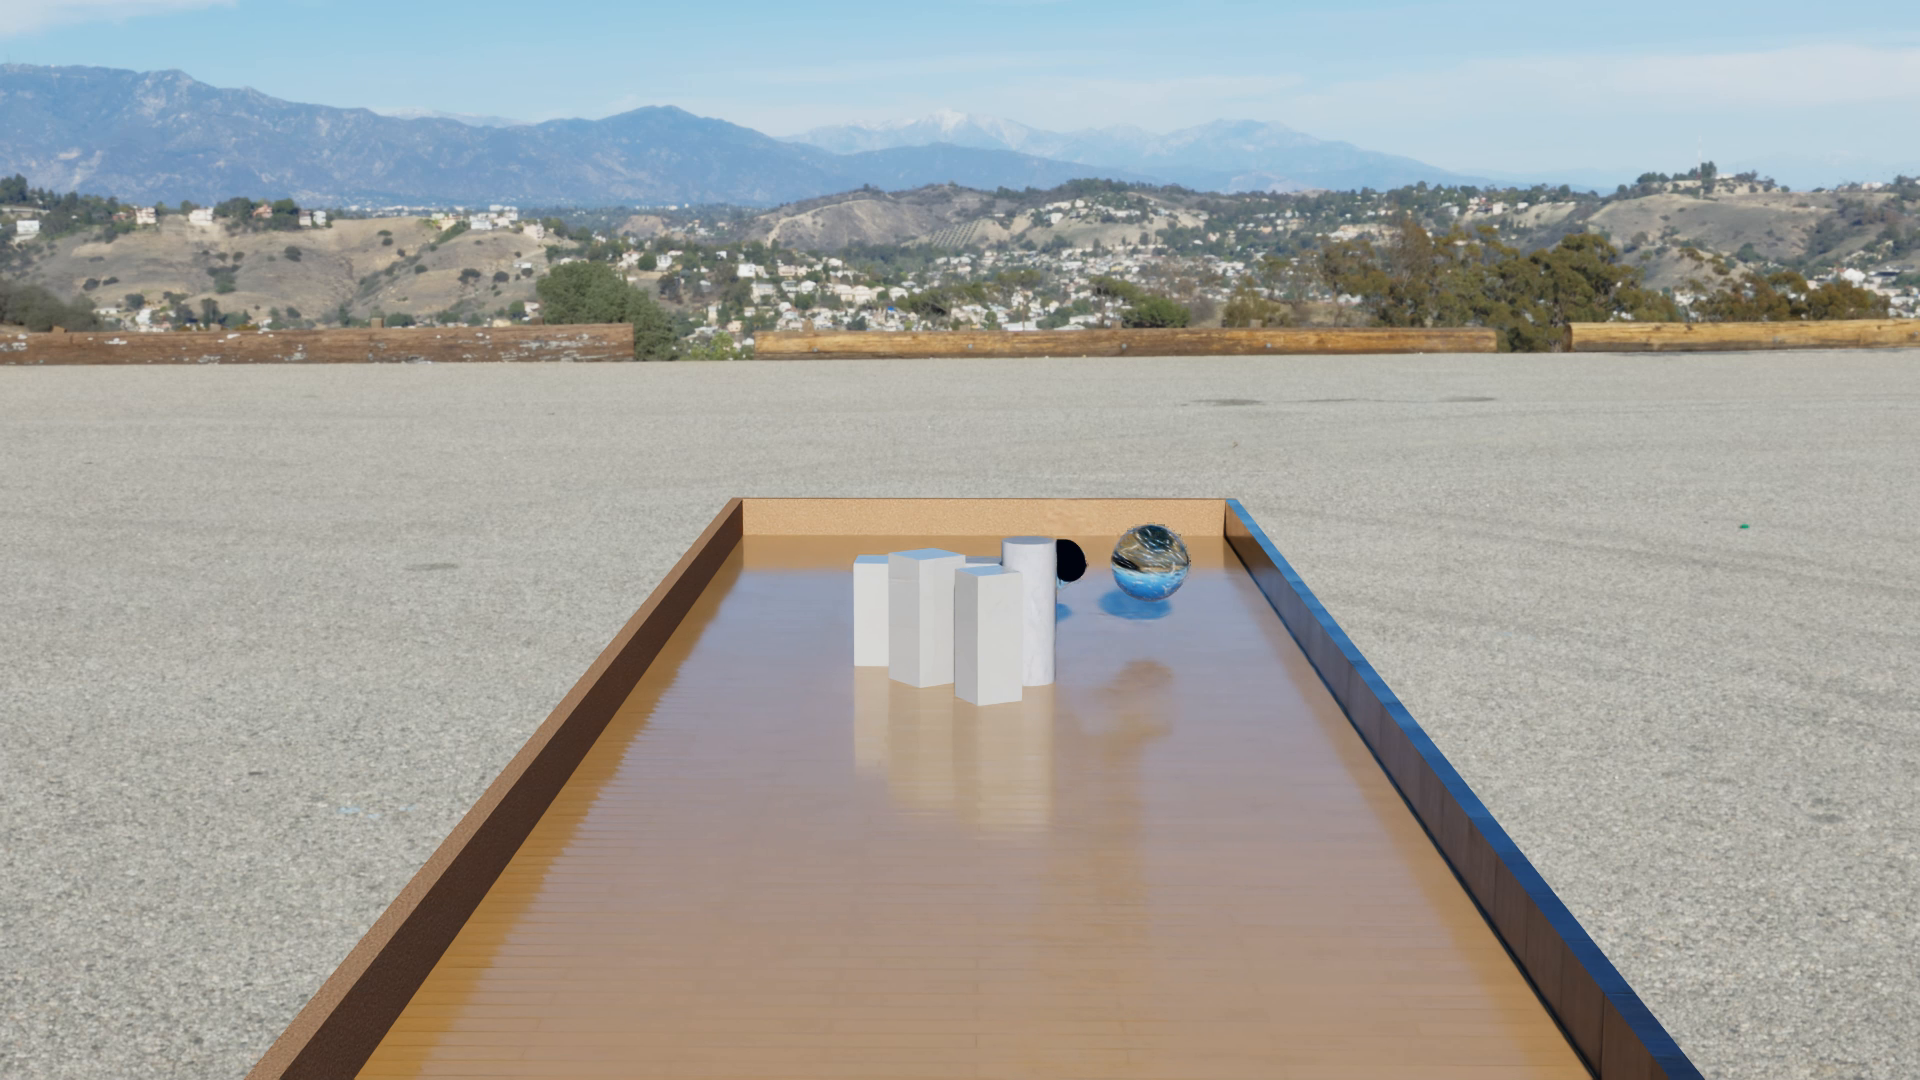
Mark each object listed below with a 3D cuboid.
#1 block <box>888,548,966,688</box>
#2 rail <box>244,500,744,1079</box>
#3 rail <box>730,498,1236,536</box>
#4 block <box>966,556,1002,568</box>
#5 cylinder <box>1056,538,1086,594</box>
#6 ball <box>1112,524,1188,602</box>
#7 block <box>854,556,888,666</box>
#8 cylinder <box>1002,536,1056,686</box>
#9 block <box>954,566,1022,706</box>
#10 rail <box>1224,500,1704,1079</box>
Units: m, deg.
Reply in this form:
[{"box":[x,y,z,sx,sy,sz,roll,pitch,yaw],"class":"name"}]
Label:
[{"box":[-0.097,0.224,6.405,0.161,0.372,0.161,-6,11,-35],"class":"block"},{"box":[-1.004,0.839,3.234,0.050,0.150,12.000,0,9,1],"class":"rail"},{"box":[0.099,-0.098,9.147,2.100,0.150,0.050,0,9,1],"class":"rail"},{"box":[0.062,0.213,6.686,0.132,0.308,0.132,0,9,2],"class":"block"},{"box":[0.231,0.139,7.042,0.141,0.141,0.459,-5,-17,-29],"class":"cylinder"},{"box":[0.614,0.075,7.111,0.250,0.250,0.250,0,9,0],"class":"ball"},{"box":[-0.237,0.213,6.668,0.155,0.312,0.155,0,9,3],"class":"block"},{"box":[0.200,0.205,6.396,0.160,0.413,0.160,0,9,0],"class":"cylinder"},{"box":[0.080,0.266,6.167,0.140,0.365,0.140,-5,10,-27],"class":"block"},{"box":[1.046,0.843,3.208,0.050,0.150,12.000,0,9,1],"class":"rail"}]
